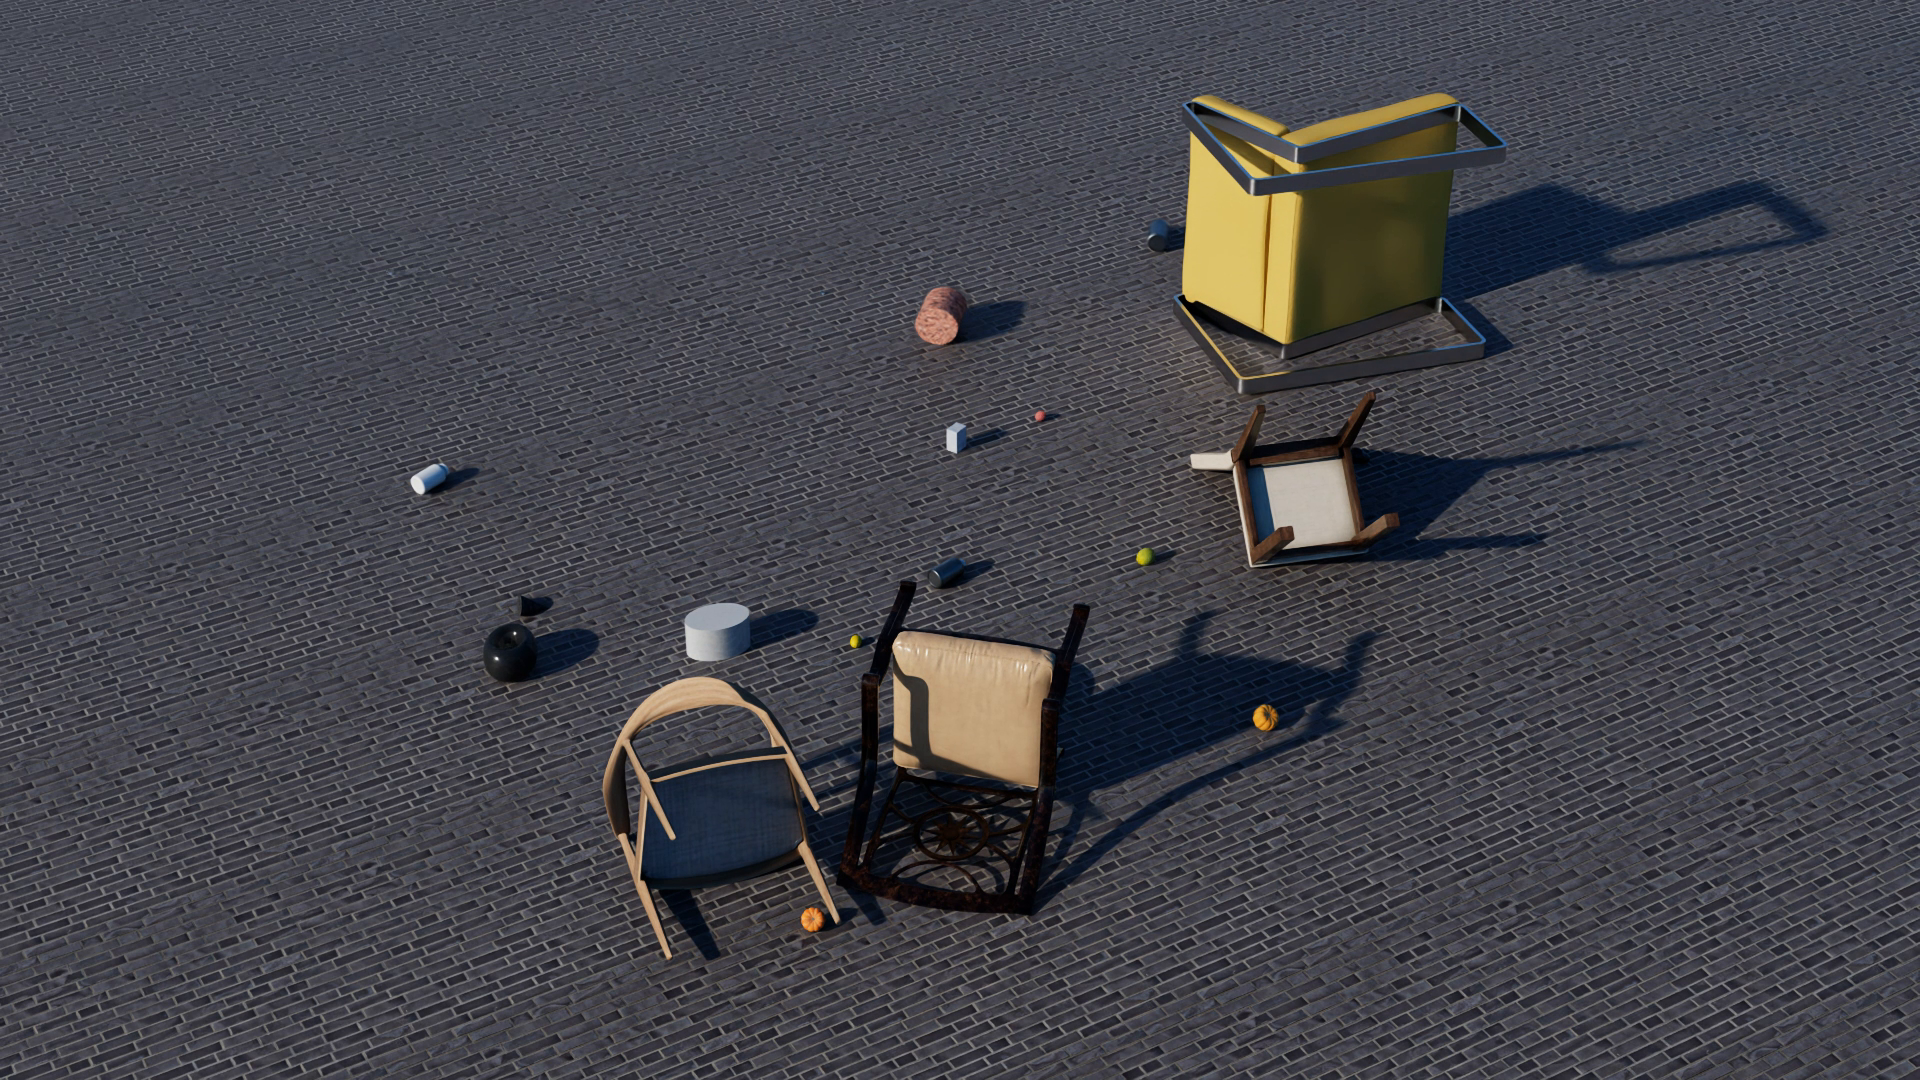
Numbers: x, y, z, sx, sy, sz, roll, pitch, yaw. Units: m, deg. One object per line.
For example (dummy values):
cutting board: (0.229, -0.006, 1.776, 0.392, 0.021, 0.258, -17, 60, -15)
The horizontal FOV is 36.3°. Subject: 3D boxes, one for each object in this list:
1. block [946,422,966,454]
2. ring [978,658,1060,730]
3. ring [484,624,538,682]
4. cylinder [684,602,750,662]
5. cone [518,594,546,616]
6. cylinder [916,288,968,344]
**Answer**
block: (-0.013, -0.400, 11.466, 0.048, 0.094, 0.066, 21, 39, 29)
ring: (0.203, 0.525, 10.066, 0.271, 0.092, 0.379, 12, 35, 17)
ring: (-1.570, 0.393, 10.235, 0.186, 0.127, 0.244, 0, 32, 4)
cylinder: (-0.854, 0.324, 10.333, 0.232, 0.132, 0.159, -12, 35, -17)
cone: (-1.532, 0.240, 10.553, 0.108, 0.061, 0.107, 7, 29, -19)
cylinder: (-0.078, -0.933, 12.204, 0.181, 0.172, 0.185, 0, 32, 15)
